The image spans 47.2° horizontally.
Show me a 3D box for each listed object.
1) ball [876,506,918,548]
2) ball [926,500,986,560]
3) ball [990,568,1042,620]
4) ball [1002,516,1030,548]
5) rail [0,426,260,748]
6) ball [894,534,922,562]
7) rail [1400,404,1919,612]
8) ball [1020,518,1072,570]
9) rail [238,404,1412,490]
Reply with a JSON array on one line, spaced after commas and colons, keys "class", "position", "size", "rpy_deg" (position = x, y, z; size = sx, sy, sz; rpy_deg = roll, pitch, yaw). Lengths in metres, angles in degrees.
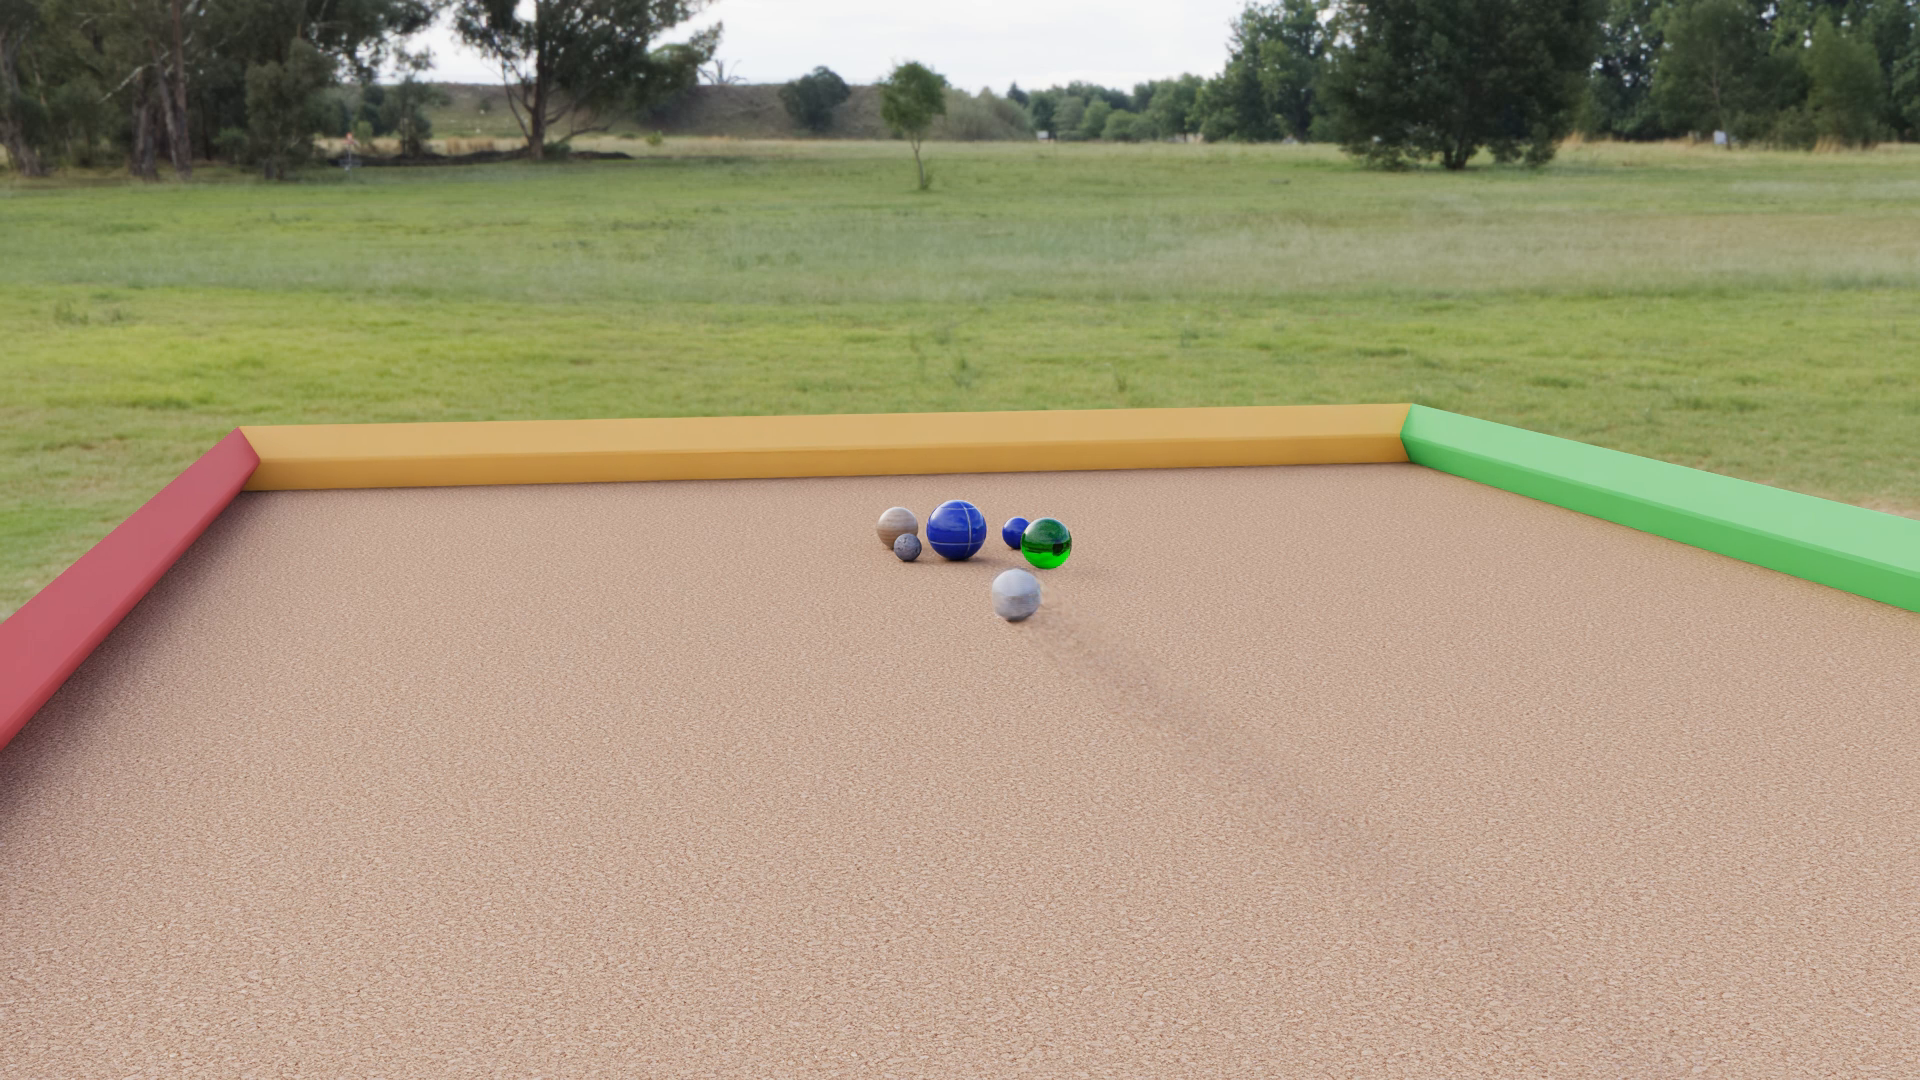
[{"class": "ball", "position": [-0.103, -0.020, 3.627], "size": [0.069, 0.069, 0.069], "rpy_deg": [0, 9, 0]}, {"class": "ball", "position": [-0.005, -0.016, 3.513], "size": [0.097, 0.097, 0.097], "rpy_deg": [0, 9, 0]}, {"class": "ball", "position": [0.077, 0.075, 3.016], "size": [0.071, 0.071, 0.071], "rpy_deg": [0, 9, 0]}, {"class": "ball", "position": [0.095, -0.012, 3.628], "size": [0.053, 0.053, 0.053], "rpy_deg": [0, 9, 0]}, {"class": "rail", "position": [-0.965, 0.175, 2.197], "size": [0.045, 0.126, 4.426], "rpy_deg": [-2, 9, -11]}, {"class": "ball", "position": [-0.083, 0.012, 3.505], "size": [0.045, 0.045, 0.045], "rpy_deg": [0, 9, 0]}, {"class": "rail", "position": [1.400, 0.101, 2.664], "size": [0.045, 0.126, 4.426], "rpy_deg": [-2, 9, -11]}, {"class": "ball", "position": [0.135, 0.005, 3.430], "size": [0.081, 0.081, 0.081], "rpy_deg": [0, 9, 0]}, {"class": "rail", "position": [-0.213, -0.195, 4.552], "size": [2.459, 0.126, 0.045], "rpy_deg": [-2, 9, -11]}]
